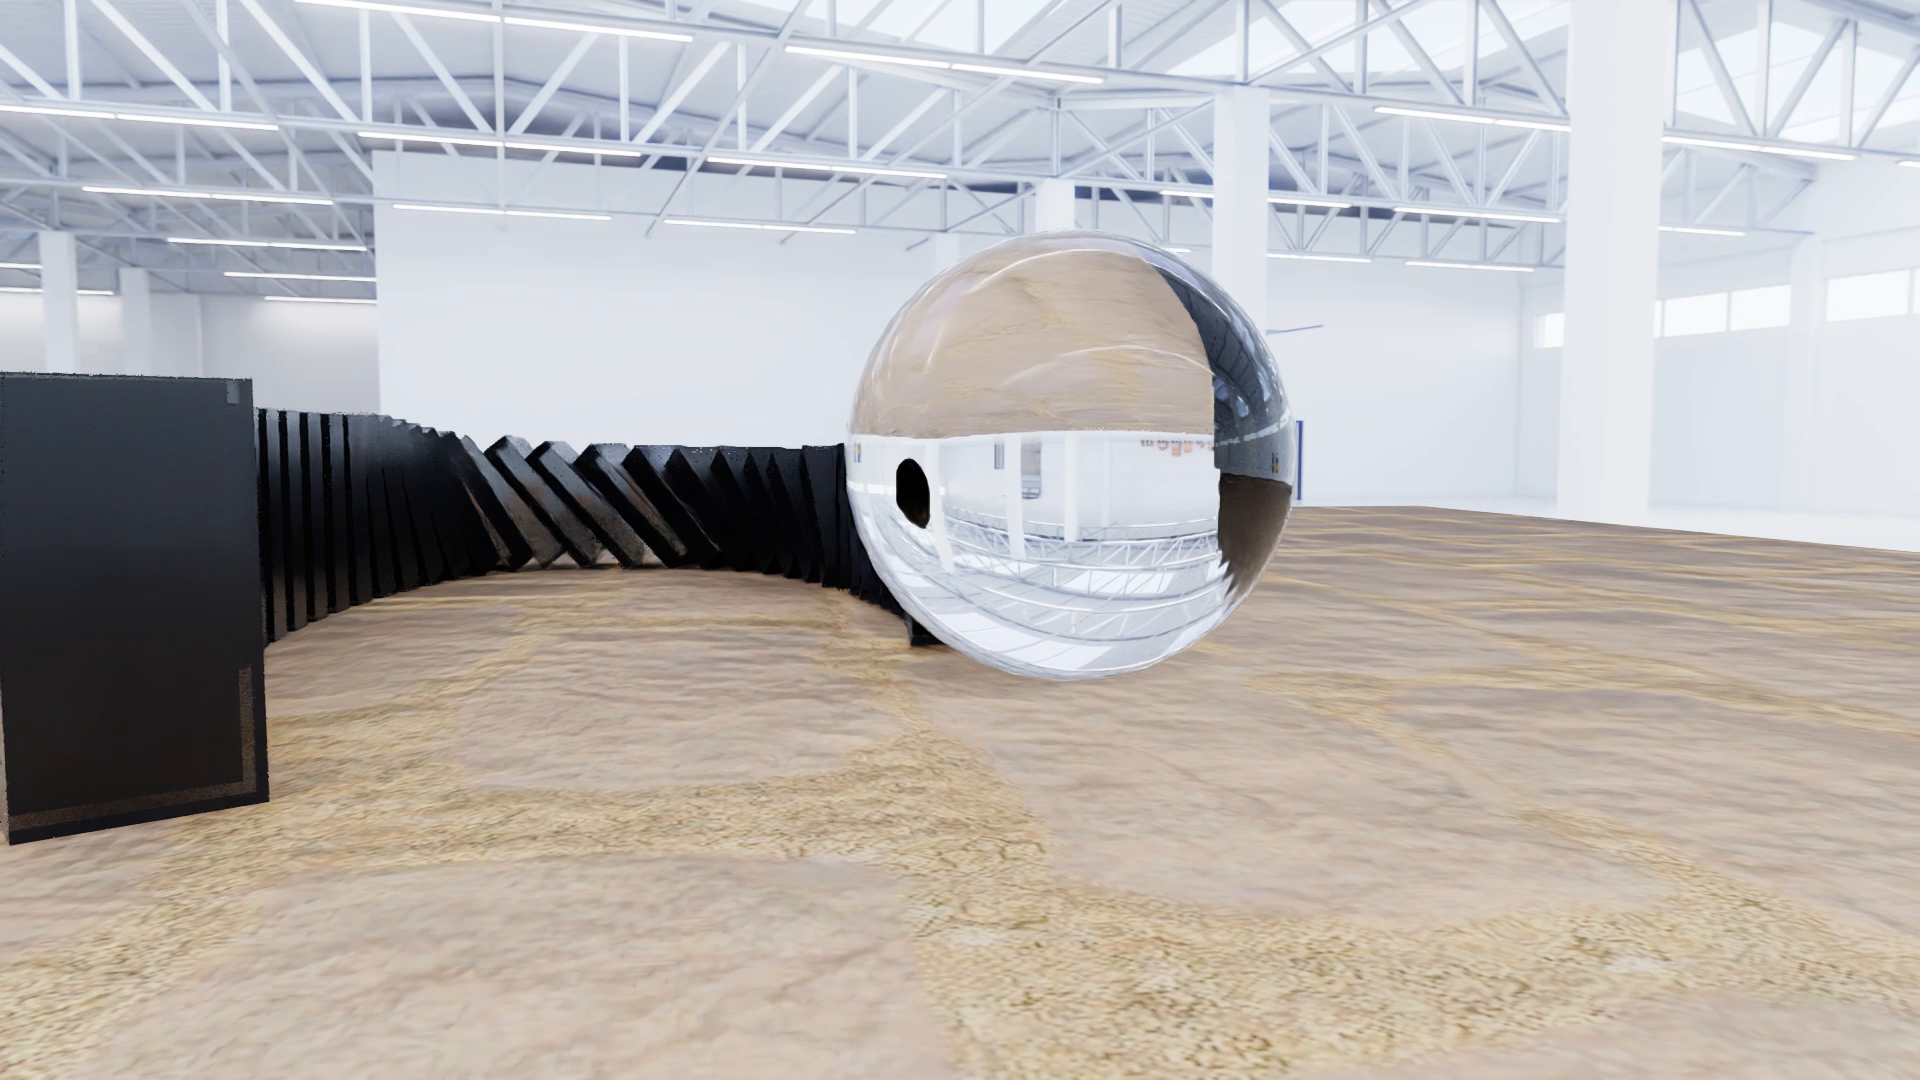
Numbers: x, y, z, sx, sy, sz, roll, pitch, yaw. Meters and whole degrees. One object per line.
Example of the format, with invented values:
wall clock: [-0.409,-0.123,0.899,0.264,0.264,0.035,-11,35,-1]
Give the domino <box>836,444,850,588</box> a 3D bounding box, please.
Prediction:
domino: [-0.024,-0.008,0.384,0.025,0.009,0.050,2,48,-9]

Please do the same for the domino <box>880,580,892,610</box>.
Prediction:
domino: [-0.009,-0.008,0.334,0.025,0.050,0.009,-1,-17,-7]

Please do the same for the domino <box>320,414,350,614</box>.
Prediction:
domino: [-0.170,-0.007,0.323,0.025,0.050,0.009,-1,4,-7]

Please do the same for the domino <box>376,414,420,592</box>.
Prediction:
domino: [-0.172,-0.010,0.365,0.025,0.050,0.010,0,21,3]

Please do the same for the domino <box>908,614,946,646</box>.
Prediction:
domino: [0.001,-0.003,0.274,0.025,0.050,0.010,-1,-17,-7]

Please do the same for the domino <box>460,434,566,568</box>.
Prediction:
domino: [-0.156,-0.013,0.438,0.010,0.050,0.025,-41,16,-14]

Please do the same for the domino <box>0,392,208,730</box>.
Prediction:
domino: [-0.132,0.003,0.199,0.025,0.050,0.010,-2,5,-26]

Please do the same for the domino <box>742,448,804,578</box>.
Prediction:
domino: [-0.052,-0.010,0.423,0.025,0.010,0.050,-3,48,-30]

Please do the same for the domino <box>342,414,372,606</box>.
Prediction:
domino: [-0.171,-0.008,0.339,0.025,0.050,0.009,0,7,-2]

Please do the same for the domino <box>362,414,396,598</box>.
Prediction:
domino: [-0.172,-0.009,0.352,0.025,0.050,0.009,0,14,1]

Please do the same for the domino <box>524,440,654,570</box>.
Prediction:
domino: [-0.126,-0.013,0.445,0.010,0.050,0.025,-42,4,2]

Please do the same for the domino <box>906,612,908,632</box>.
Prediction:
domino: [0.000,-0.005,0.294,0.025,0.050,0.010,-1,-17,-7]

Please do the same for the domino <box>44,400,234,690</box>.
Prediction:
domino: [-0.146,0.000,0.229,0.025,0.050,0.009,-2,5,-21]

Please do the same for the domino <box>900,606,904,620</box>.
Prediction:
domino: [-0.003,-0.006,0.315,0.025,0.050,0.010,-1,-17,-7]

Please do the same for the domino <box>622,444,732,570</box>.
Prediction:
domino: [-0.093,-0.012,0.448,0.009,0.050,0.025,-47,-17,22]

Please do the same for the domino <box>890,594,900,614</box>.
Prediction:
domino: [-0.005,-0.007,0.324,0.025,0.050,0.009,-1,-17,-7]

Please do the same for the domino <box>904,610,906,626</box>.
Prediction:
domino: [-0.001,-0.005,0.304,0.025,0.050,0.009,0,-17,-7]

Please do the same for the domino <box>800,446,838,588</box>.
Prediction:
domino: [-0.033,-0.008,0.396,0.025,0.010,0.050,-1,49,-18]

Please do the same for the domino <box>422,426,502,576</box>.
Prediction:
domino: [-0.168,-0.012,0.408,0.025,0.050,0.009,2,36,26]

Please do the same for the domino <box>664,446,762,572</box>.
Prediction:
domino: [-0.078,-0.012,0.442,0.025,0.010,0.050,-6,51,-52]

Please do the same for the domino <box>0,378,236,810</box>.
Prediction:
domino: [-0.105,0.006,0.158,0.025,0.050,0.009,-4,6,-40]

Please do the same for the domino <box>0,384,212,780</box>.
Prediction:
domino: [-0.116,0.005,0.171,0.025,0.050,0.010,-3,5,-37]

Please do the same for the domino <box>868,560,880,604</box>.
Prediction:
domino: [-0.012,-0.008,0.344,0.025,0.050,0.010,-1,-17,-7]

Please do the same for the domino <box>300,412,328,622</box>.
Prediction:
domino: [-0.167,-0.006,0.307,0.025,0.050,0.009,-1,4,-10]

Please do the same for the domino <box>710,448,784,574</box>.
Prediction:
domino: [-0.063,-0.011,0.435,0.025,0.009,0.050,-3,49,-38]

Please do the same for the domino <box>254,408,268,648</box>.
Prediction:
domino: [-0.156,-0.002,0.260,0.025,0.050,0.009,-1,4,-16]

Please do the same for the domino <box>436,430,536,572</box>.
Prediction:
domino: [-0.163,-0.013,0.422,0.025,0.050,0.009,4,39,40]

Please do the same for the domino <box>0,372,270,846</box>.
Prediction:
domino: [-0.095,0.007,0.146,0.025,0.050,0.009,-4,6,-42]

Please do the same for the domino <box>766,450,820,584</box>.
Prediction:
domino: [-0.043,-0.008,0.410,0.025,0.009,0.050,-2,46,-27]

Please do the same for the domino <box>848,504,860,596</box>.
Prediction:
domino: [-0.019,-0.010,0.365,0.025,0.050,0.009,0,-18,-8]

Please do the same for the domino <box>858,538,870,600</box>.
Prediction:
domino: [-0.015,-0.009,0.355,0.025,0.050,0.009,-1,-18,-7]

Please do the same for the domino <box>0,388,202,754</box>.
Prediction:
domino: [-0.125,0.004,0.185,0.025,0.050,0.009,-2,5,-30]

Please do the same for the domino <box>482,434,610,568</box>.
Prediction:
domino: [-0.142,-0.014,0.445,0.009,0.050,0.025,-40,5,-2]

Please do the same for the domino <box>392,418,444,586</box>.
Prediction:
domino: [-0.172,-0.011,0.379,0.025,0.050,0.010,0,27,6]

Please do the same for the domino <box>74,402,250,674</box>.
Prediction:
domino: [-0.151,-0.001,0.244,0.025,0.050,0.009,-1,5,-19]

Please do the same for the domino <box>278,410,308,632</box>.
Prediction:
domino: [-0.164,-0.004,0.291,0.025,0.050,0.009,-1,4,-12]

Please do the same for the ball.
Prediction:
ball: [0.019,-0.015,0.231,0.080,0.080,0.080,0,4,0]

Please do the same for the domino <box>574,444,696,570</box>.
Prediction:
domino: [-0.110,-0.012,0.449,0.009,0.050,0.025,-44,-5,11]

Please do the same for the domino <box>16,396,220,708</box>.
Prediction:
domino: [-0.139,0.002,0.214,0.025,0.050,0.009,-2,5,-24]

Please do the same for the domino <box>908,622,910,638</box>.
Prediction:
domino: [0.001,-0.004,0.284,0.025,0.050,0.010,-1,-17,-7]

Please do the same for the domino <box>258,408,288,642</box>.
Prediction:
domino: [-0.160,-0.003,0.275,0.025,0.050,0.009,-1,4,-14]

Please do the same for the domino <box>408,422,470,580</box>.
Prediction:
domino: [-0.171,-0.011,0.393,0.025,0.050,0.009,1,32,14]
